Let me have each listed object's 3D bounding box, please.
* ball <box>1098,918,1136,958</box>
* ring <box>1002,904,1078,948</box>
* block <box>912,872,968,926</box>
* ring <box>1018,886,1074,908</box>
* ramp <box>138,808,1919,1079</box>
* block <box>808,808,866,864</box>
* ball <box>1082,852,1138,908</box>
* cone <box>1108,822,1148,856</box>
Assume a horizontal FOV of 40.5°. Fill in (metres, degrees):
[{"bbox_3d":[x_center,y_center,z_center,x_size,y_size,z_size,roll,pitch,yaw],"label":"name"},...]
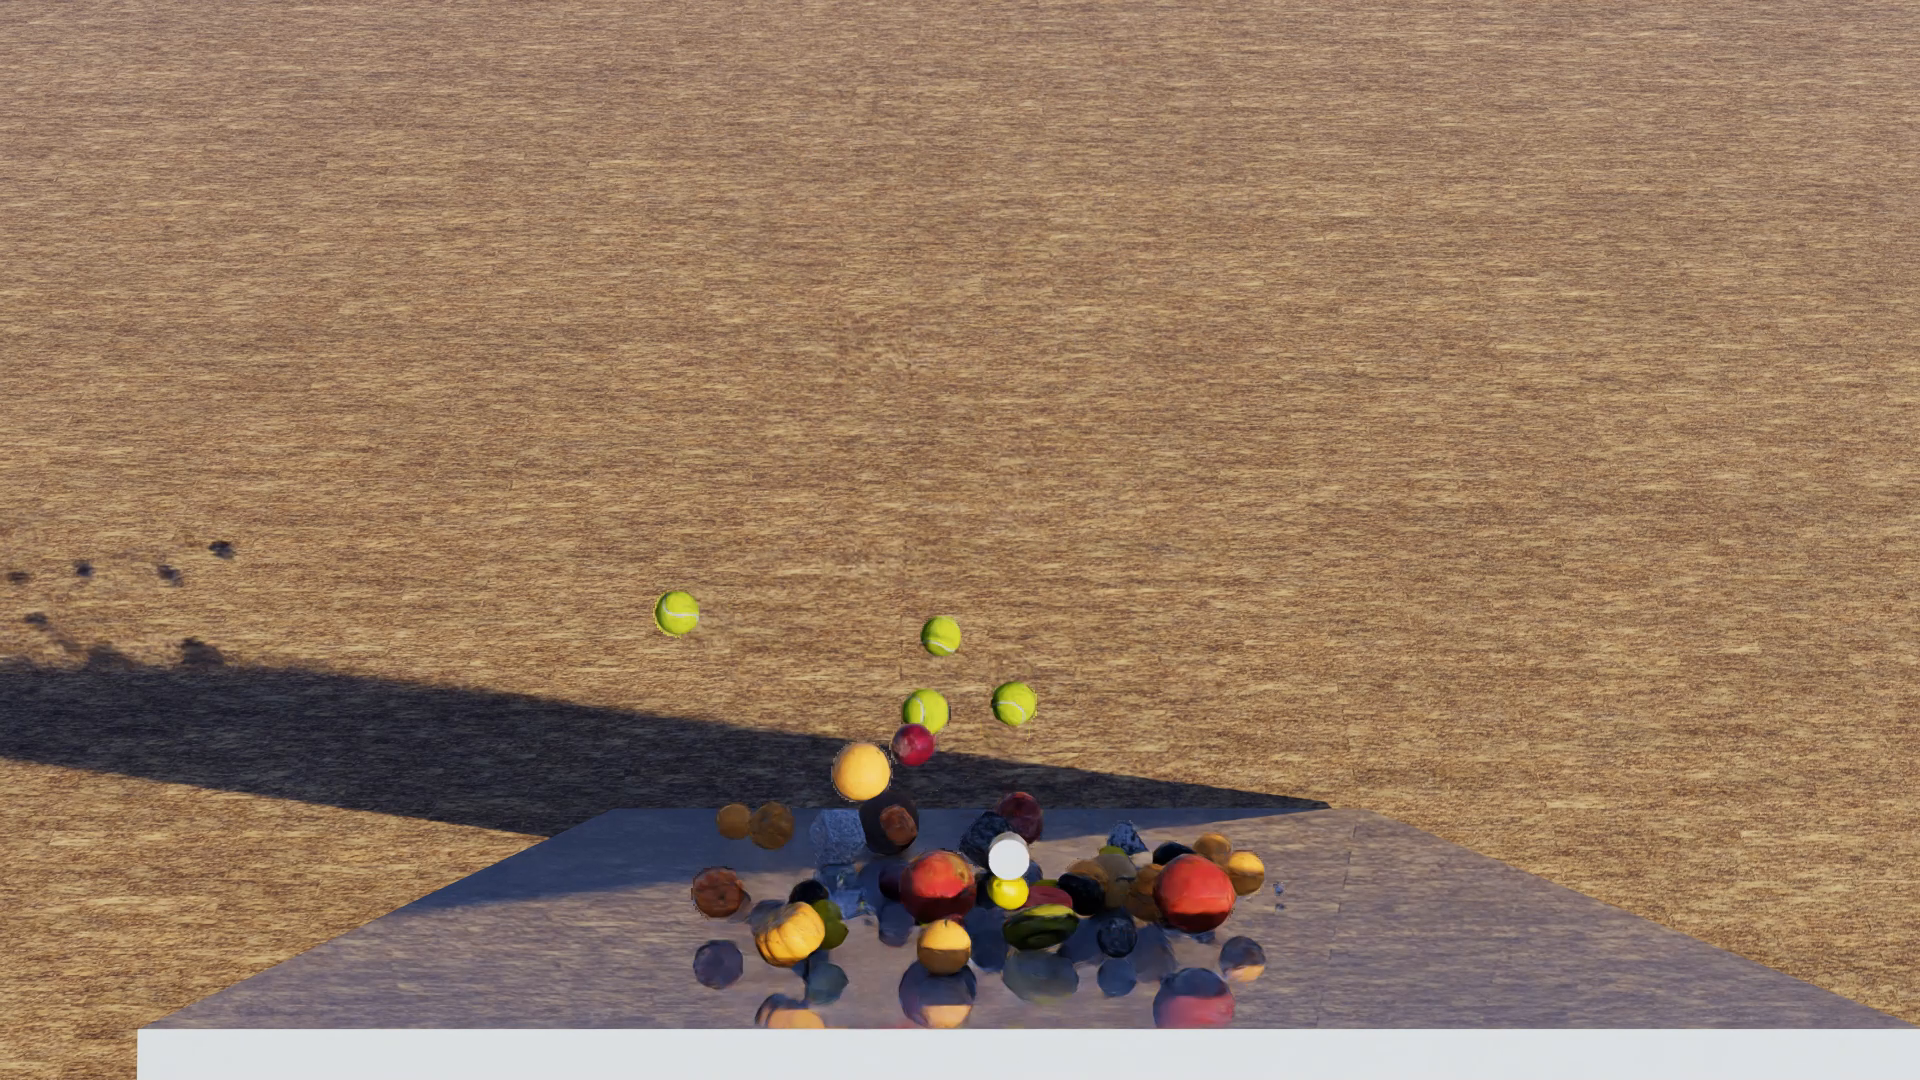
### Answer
[{"bbox_3d":[0.216,0.548,3.580,0.054,0.054,0.054,0,37,0],"label":"ball"},{"bbox_3d":[0.113,0.543,3.652,0.109,0.109,0.036,-7,61,-9],"label":"ring"},{"bbox_3d":[-0.032,0.554,4.018,0.064,0.064,0.064,-1,12,20],"label":"block"},{"bbox_3d":[0.128,0.536,3.867,0.083,0.028,0.083,7,9,-1],"label":"ring"},{"bbox_3d":[0.080,0.680,4.904,2.000,0.100,4.000,0,-2,0],"label":"ramp"},{"bbox_3d":[-0.243,0.584,5.136,0.077,0.077,0.077,3,50,-29],"label":"block"},{"bbox_3d":[0.247,0.558,4.256,0.091,0.091,0.091,0,37,0],"label":"ball"},{"bbox_3d":[0.352,0.615,5.243,0.077,0.077,0.077,-31,32,-35],"label":"cone"}]
